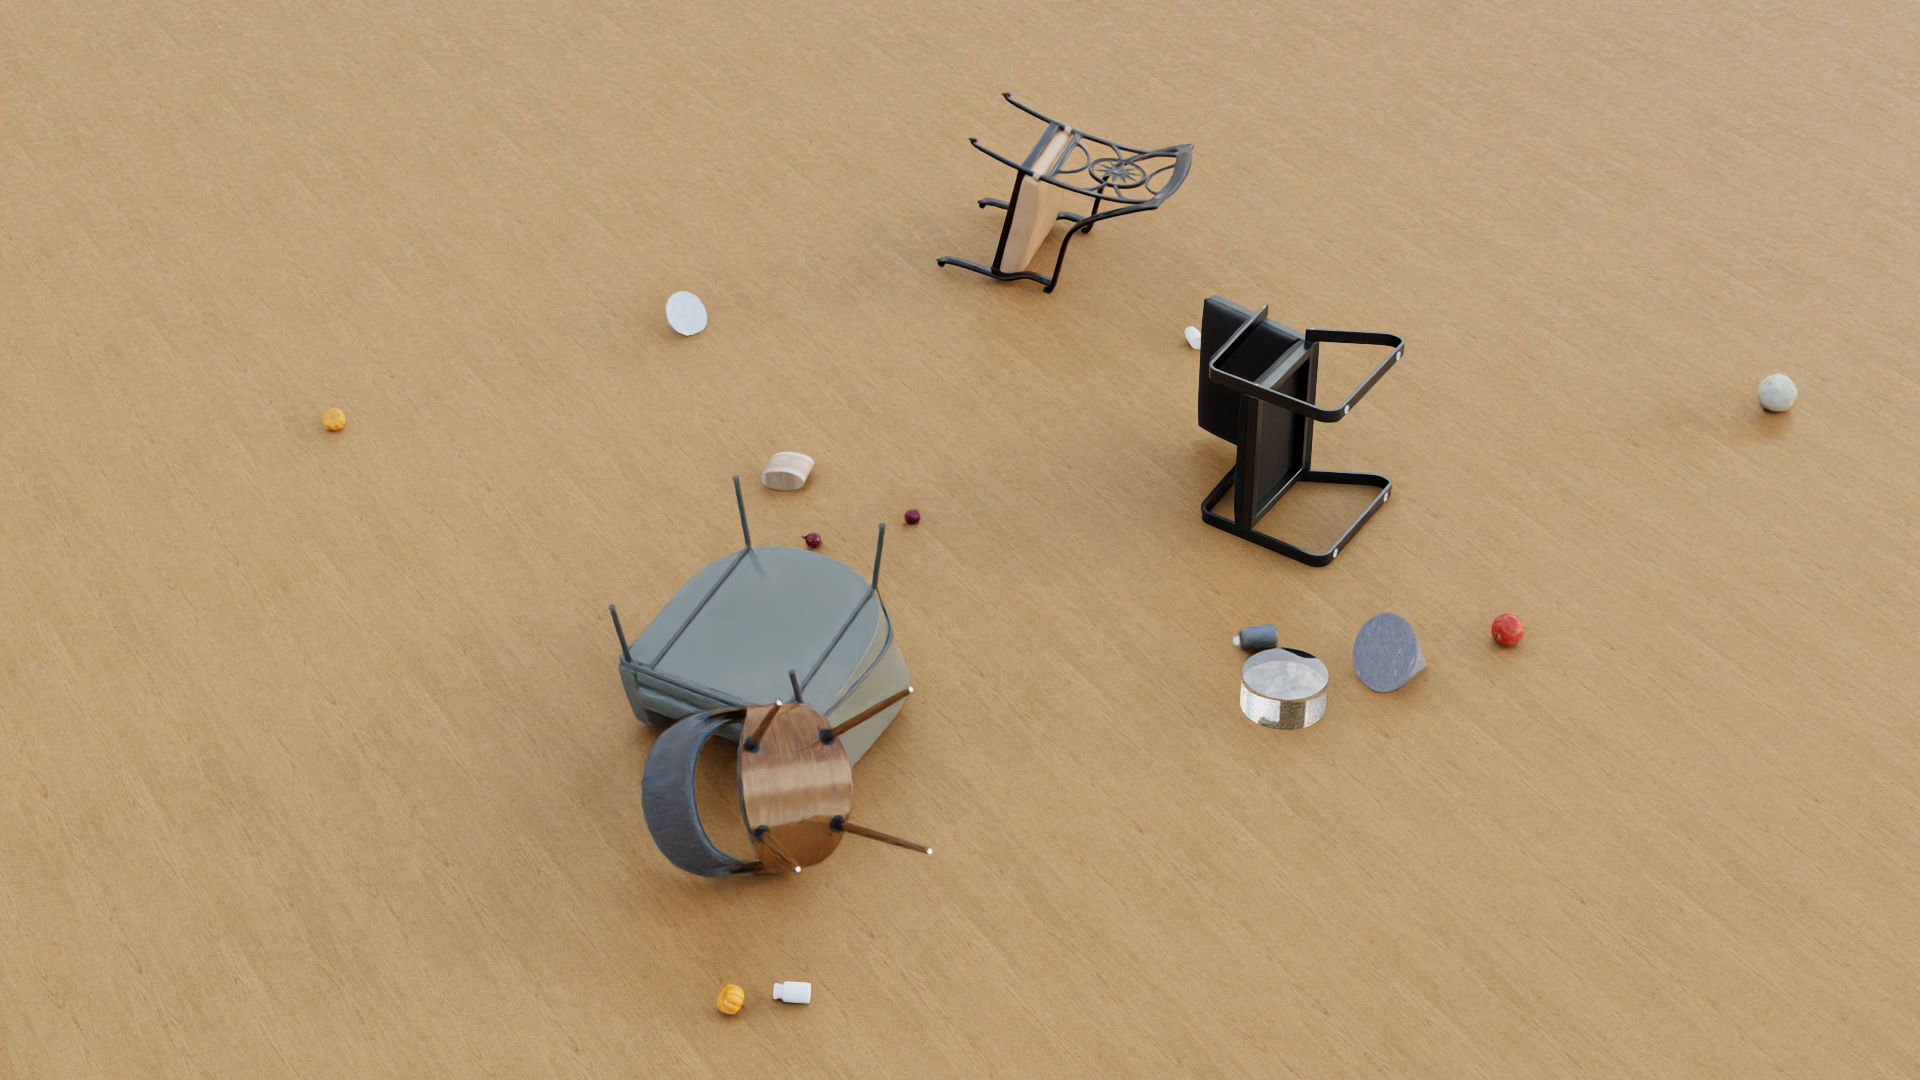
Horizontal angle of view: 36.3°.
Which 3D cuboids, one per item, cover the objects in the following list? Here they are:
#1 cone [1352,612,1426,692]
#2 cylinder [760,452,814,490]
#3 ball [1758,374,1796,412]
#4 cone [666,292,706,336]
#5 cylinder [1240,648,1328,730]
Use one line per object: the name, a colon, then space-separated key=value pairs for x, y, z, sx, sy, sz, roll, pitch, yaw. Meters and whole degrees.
cone: x=1.554 y=0.413 z=10.212 sx=0.219 sy=0.273 sz=0.314 roll=17 pitch=15 yaw=-37
cylinder: x=-0.664 y=-0.266 z=11.272 sx=0.176 sy=0.083 sz=0.151 roll=5 pitch=34 yaw=13
ball: x=3.259 y=-0.587 z=11.696 sx=0.153 sy=0.153 sz=0.153 roll=0 pitch=33 yaw=0
cone: x=-1.179 y=-0.931 z=12.289 sx=0.117 sy=0.193 sz=0.208 roll=-25 pitch=9 yaw=47
cylinder: x=1.112 y=0.510 z=10.054 sx=0.295 sy=0.129 sz=0.300 roll=10 pitch=35 yaw=14
